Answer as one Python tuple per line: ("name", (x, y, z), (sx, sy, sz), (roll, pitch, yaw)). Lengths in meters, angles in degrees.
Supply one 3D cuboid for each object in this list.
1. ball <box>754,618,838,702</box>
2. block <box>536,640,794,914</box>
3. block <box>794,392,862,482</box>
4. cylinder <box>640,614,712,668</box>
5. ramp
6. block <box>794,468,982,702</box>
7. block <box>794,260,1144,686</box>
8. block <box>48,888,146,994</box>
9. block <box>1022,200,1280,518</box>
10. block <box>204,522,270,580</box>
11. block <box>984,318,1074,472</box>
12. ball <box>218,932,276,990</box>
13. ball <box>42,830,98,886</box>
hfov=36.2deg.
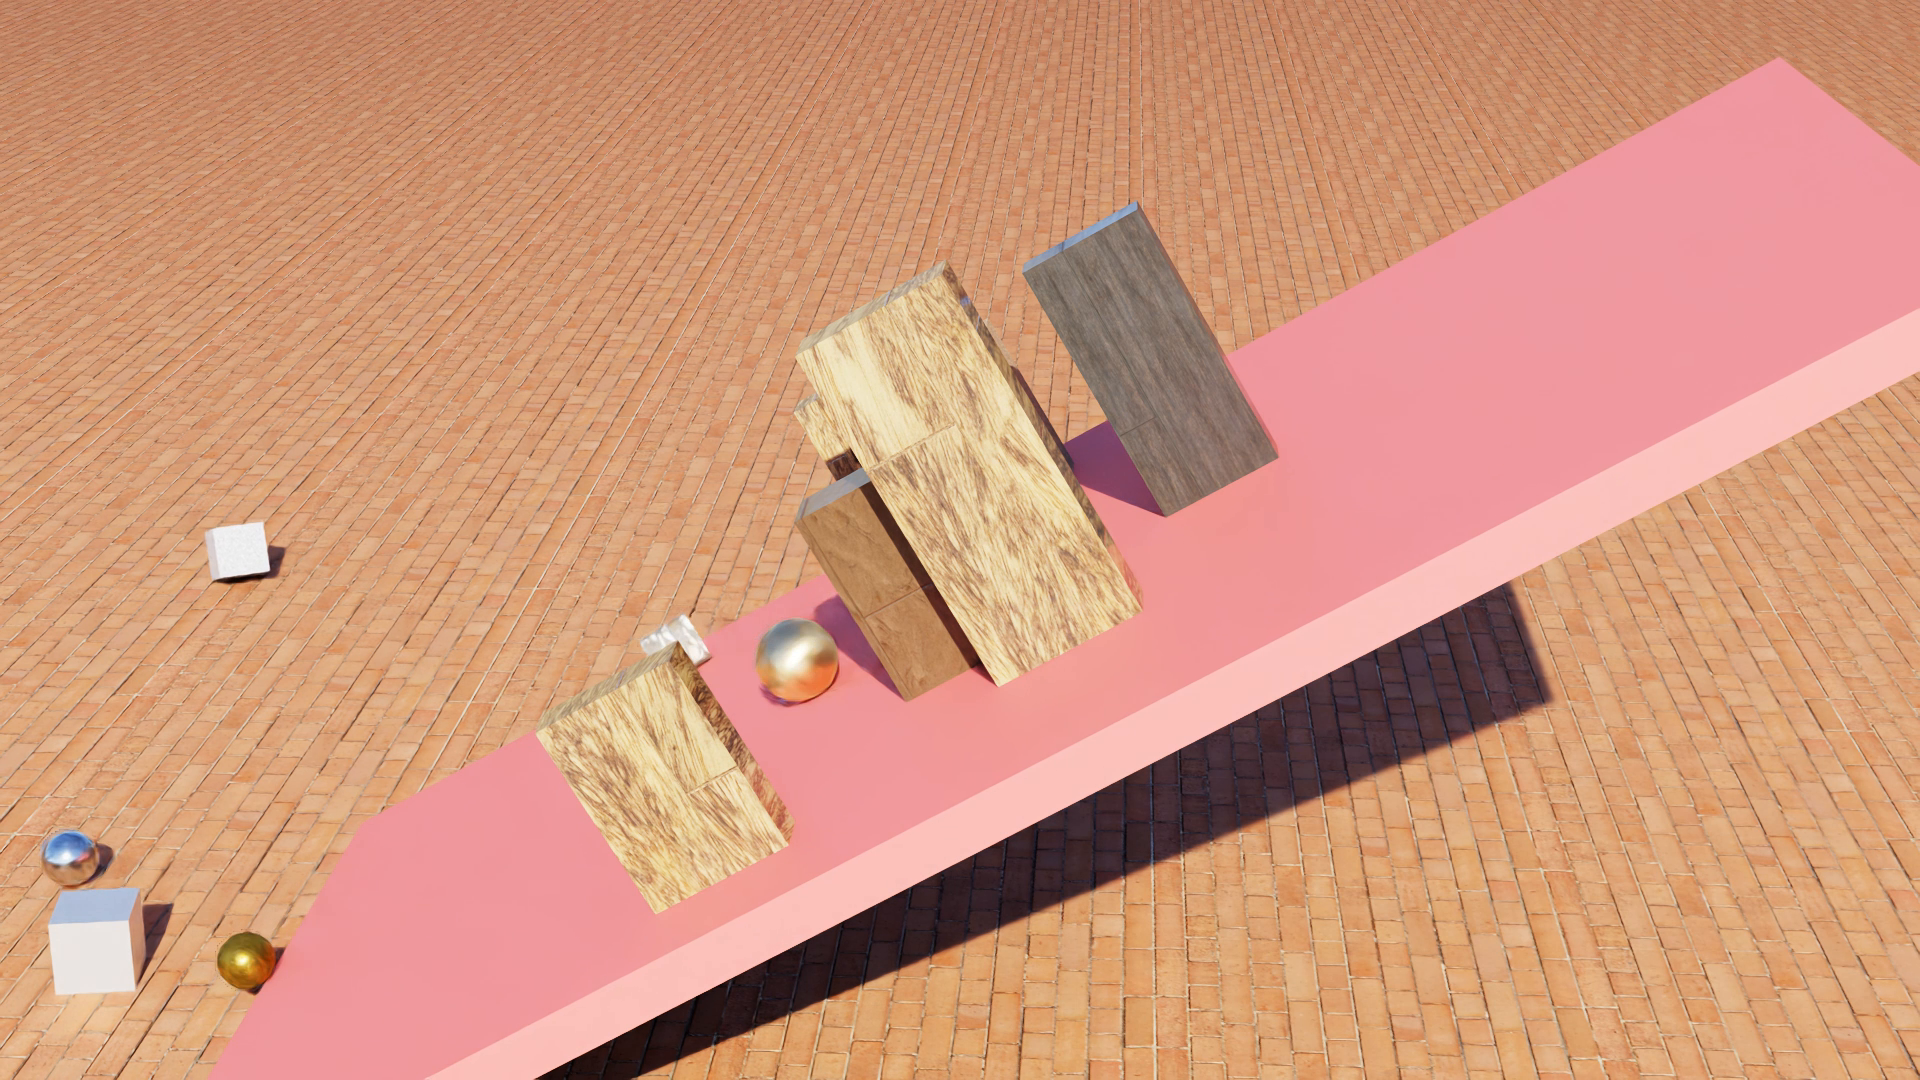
("ball", (-0.356, 0.261, 6.417), (0.182, 0.182, 0.182), (0, 19, 0))
("block", (-0.566, 0.459, 5.676), (0.304, 0.434, 0.113), (-28, 15, 12))
("block", (-0.130, -0.159, 6.719), (0.274, 0.498, 0.087), (-28, 15, 12))
("cylinder", (-0.694, 0.268, 7.184), (0.130, 0.130, 0.130), (-33, 25, -6))
("ramp", (0.142, 0.168, 6.285), (4.000, 0.100, 2.000), (-28, 15, 12))
("block", (-0.078, 0.051, 6.022), (0.326, 0.446, 0.148), (-28, 15, 12))
("block", (0.024, -0.125, 5.737), (0.327, 0.775, 0.124), (-28, 15, 12))
("block", (-2.044, 0.950, 6.975), (0.182, 0.182, 0.182), (-2, 19, -6))
("block", (0.400, -0.375, 6.143), (0.271, 0.607, 0.090), (-28, 15, 12))
("block", (-2.370, 0.037, 9.646), (0.162, 0.162, 0.162), (-8, 0, -24))
("block", (0.026, -0.264, 6.937), (0.324, 0.407, 0.089), (-28, 15, 12))
("ball", (-1.645, 0.969, 6.777), (0.131, 0.131, 0.131), (0, 19, 0))
("ball", (-2.258, 0.808, 7.463), (0.140, 0.140, 0.140), (0, 19, 0))
